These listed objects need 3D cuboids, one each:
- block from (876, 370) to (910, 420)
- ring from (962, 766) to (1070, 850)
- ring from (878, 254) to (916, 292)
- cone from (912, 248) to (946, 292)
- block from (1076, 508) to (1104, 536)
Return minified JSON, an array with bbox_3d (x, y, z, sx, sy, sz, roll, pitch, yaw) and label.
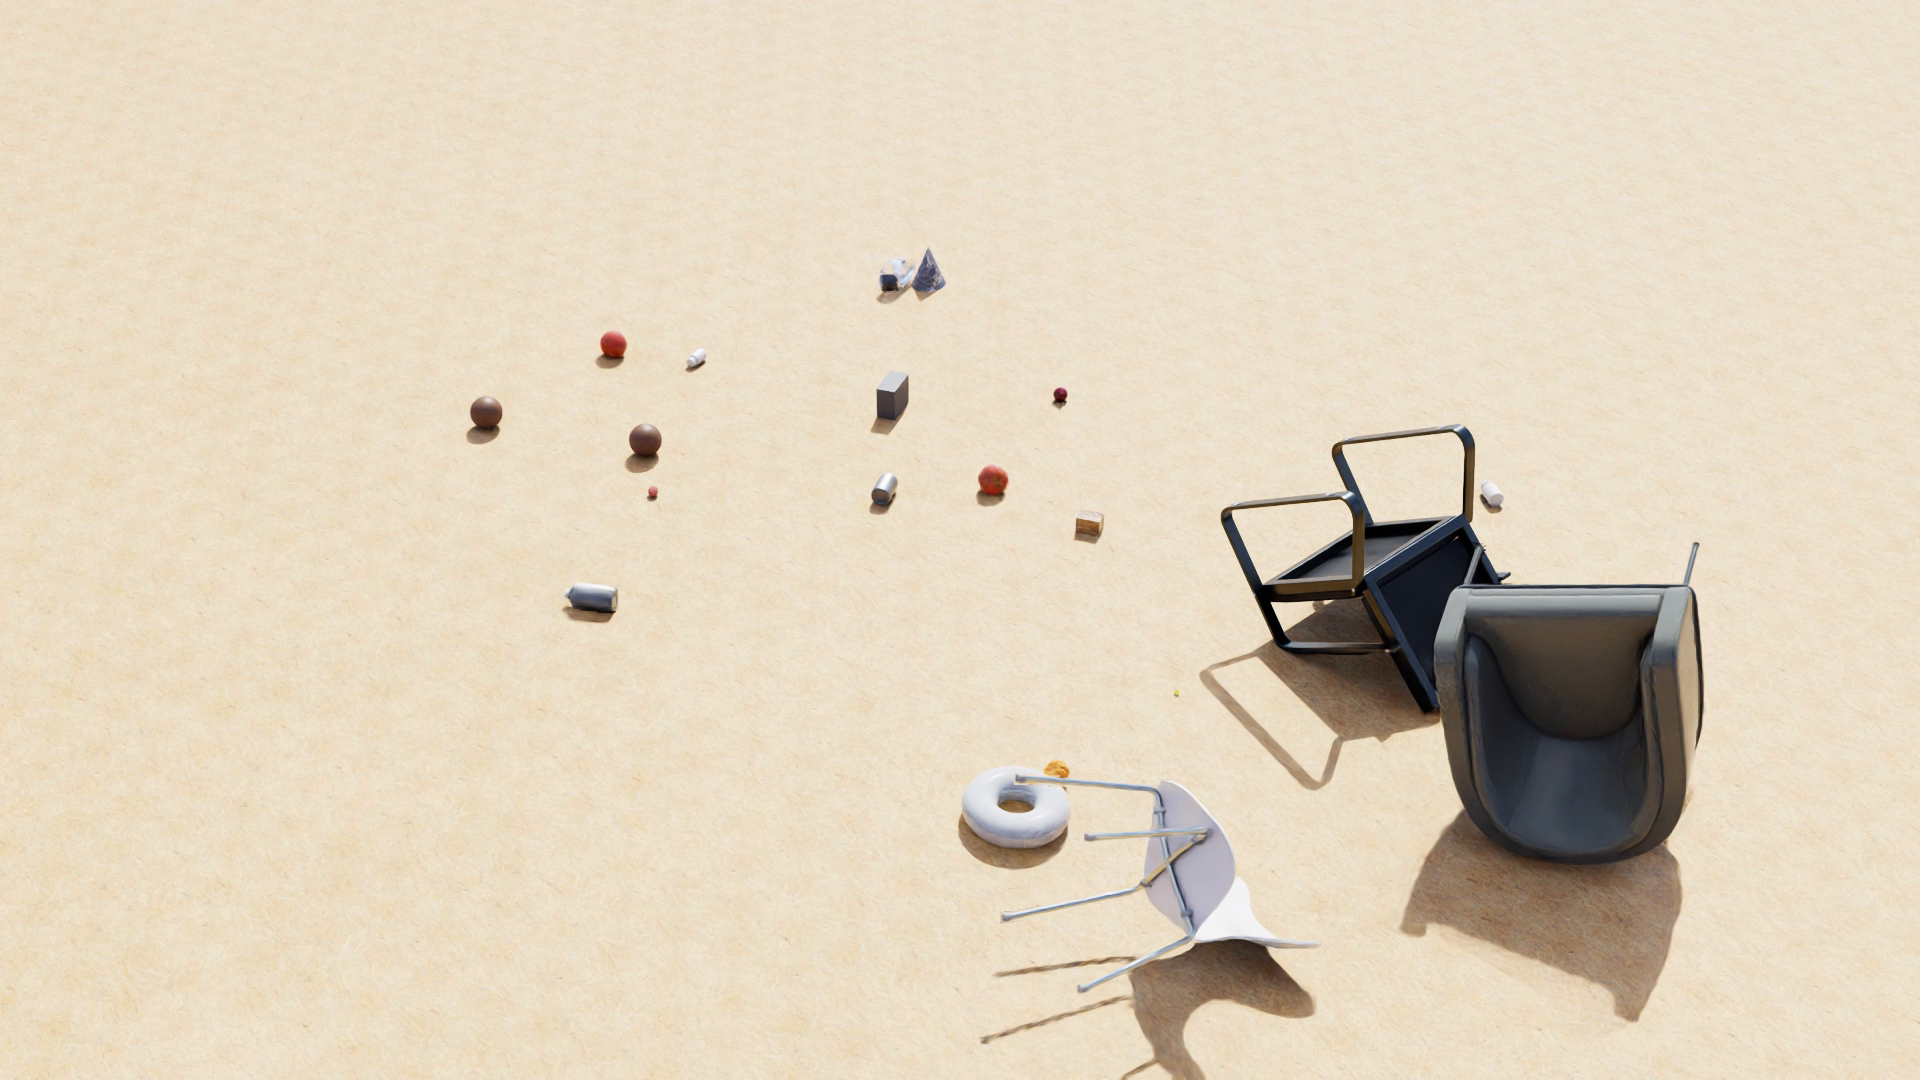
[{"bbox_3d":[-0.269,-0.577,11.700,0.078,0.131,0.154,12,35,17],"label":"block"},{"bbox_3d":[0.182,0.868,9.532,0.353,0.106,0.387,-11,34,-18],"label":"ring"},{"bbox_3d":[-0.270,-1.145,12.574,0.085,0.123,0.240,3,37,33],"label":"ring"},{"bbox_3d":[-0.135,-1.178,12.564,0.157,0.185,0.133,-22,39,-30],"label":"cone"},{"bbox_3d":[0.486,-0.065,10.986,0.092,0.063,0.064,11,35,16],"label":"block"}]
